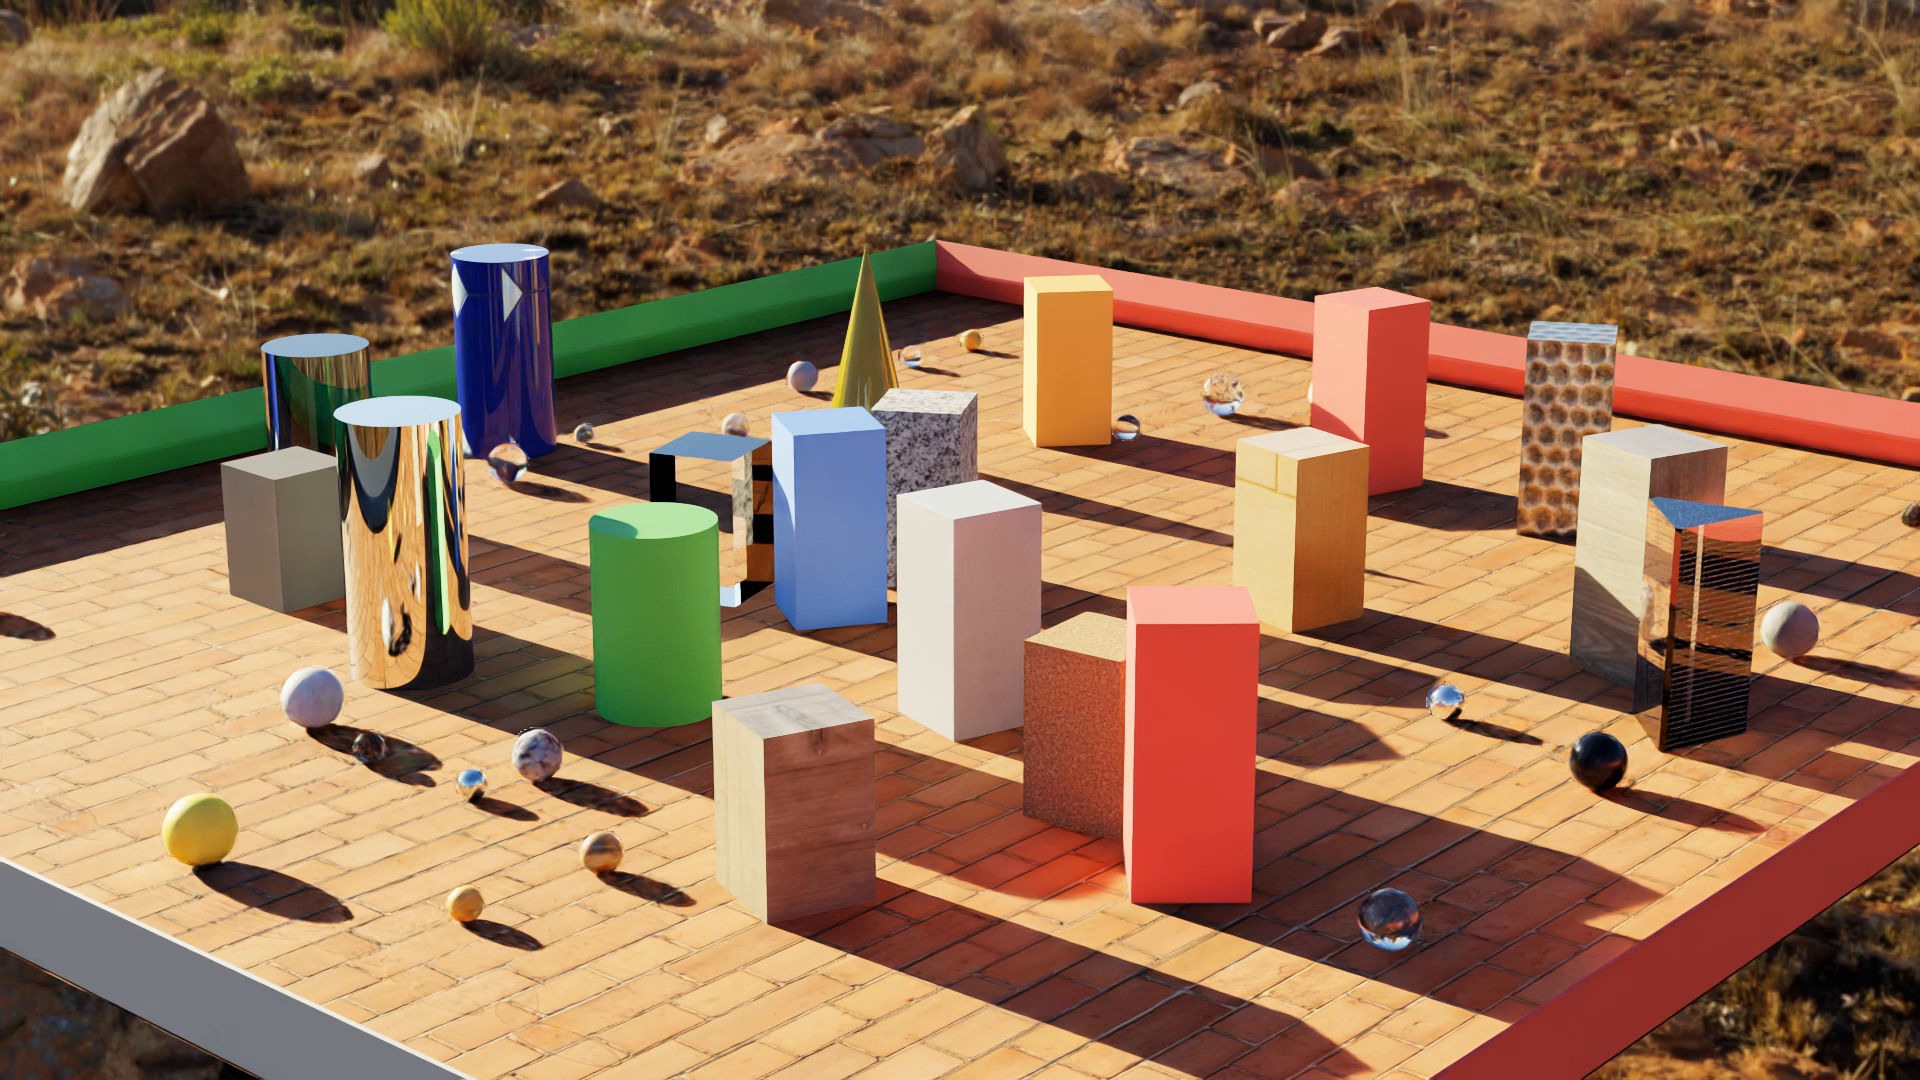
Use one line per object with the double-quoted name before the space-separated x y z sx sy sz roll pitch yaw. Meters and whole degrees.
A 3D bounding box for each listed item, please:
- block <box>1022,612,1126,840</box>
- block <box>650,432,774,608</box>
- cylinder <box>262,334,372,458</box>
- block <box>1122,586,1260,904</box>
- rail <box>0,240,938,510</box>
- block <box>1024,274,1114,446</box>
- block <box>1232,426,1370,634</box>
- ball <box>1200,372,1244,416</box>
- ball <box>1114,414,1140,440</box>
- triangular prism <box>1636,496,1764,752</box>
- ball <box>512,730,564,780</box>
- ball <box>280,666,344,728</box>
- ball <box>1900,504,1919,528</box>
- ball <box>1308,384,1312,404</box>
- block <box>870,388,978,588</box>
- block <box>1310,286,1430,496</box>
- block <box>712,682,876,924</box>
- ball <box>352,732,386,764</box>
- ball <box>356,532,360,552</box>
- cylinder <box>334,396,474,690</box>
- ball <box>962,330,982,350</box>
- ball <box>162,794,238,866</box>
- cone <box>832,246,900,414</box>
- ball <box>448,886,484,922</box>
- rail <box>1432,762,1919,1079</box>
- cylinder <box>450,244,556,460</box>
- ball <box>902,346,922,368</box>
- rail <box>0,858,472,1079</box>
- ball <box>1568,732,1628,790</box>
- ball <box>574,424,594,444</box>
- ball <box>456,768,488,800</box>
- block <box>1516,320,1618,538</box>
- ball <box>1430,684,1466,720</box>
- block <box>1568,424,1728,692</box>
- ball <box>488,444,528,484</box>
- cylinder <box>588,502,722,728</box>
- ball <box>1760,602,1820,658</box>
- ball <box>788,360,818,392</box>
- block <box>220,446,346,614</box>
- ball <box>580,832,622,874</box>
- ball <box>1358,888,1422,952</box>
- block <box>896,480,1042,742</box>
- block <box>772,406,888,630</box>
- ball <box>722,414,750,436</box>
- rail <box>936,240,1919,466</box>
"block" 0.200 0.260 4.136 0.159 0.263 0.159 12 20 34
"block" -0.432 -0.038 5.130 0.159 0.260 0.159 7 18 21
"cylinder" -1.209 -0.204 5.548 0.199 0.337 0.199 0 17 0
"block" 0.304 0.270 3.886 0.159 0.388 0.159 0 17 -1
"rail" -1.299 -0.293 6.200 0.045 0.129 3.824 14 22 39
"block" 0.225 -0.376 6.135 0.159 0.327 0.159 -2 17 -8
"block" 0.579 -0.019 4.995 0.159 0.302 0.159 -11 20 -32
"ball" 0.568 -0.315 6.340 0.093 0.093 0.093 0 17 0
"ball" 0.351 -0.236 6.143 0.055 0.055 0.055 0 17 0
"triangular prism" 1.088 0.120 4.449 0.172 0.350 0.149 -10 19 -29
"ball" -0.617 0.314 4.282 0.075 0.075 0.075 0 17 0
"ball" -0.991 0.241 4.489 0.094 0.094 0.094 0 17 0
"ball" 1.798 -0.046 5.530 0.044 0.044 0.044 0 17 0
"ball" 0.802 -0.315 6.332 0.098 0.098 0.098 0 17 0
"block" -0.062 -0.090 5.198 0.159 0.321 0.159 3 17 11
"block" 0.806 -0.293 5.780 0.159 0.373 0.159 -11 20 -32
"block" -0.219 0.344 3.866 0.159 0.256 0.159 -9 19 -27
"ball" -0.876 0.309 4.347 0.048 0.048 0.048 0 17 0
"ball" -1.127 0.005 5.289 0.086 0.086 0.086 0 17 0
"cylinder" -0.888 0.004 4.691 0.199 0.433 0.199 0 17 0
"ball" 0.027 -0.473 6.941 0.049 0.049 0.049 0 17 0
"ball" -1.030 0.393 3.976 0.099 0.099 0.099 0 17 0
"cone" -0.187 -0.377 5.918 0.199 0.454 0.199 0 17 0
"ball" -0.642 0.472 3.805 0.047 0.047 0.047 0 17 0
"rail" 1.299 0.358 4.040 0.045 0.129 3.824 14 22 39
"cylinder" -0.937 -0.387 6.026 0.199 0.412 0.199 0 17 0
"ball" -0.112 -0.424 6.777 0.049 0.049 0.049 0 17 0
"rail" -1.238 0.444 3.754 3.488 0.129 0.045 14 22 39
"ball" 0.924 0.320 4.244 0.085 0.085 0.085 0 17 0
"ball" -0.784 -0.221 6.119 0.040 0.040 0.040 0 17 0
"ball" -0.701 0.350 4.213 0.045 0.045 0.045 0 17 0
"block" 1.136 -0.206 5.488 0.159 0.375 0.159 4 17 13
"ball" 0.752 0.251 4.525 0.056 0.056 0.056 0 17 0
"block" 1.103 0.026 4.705 0.159 0.382 0.159 -9 19 -28
"ball" -0.899 -0.153 5.824 0.079 0.079 0.079 0 17 0
"cylinder" -0.471 0.114 4.550 0.199 0.303 0.199 0 17 0
"ball" 1.361 0.147 4.805 0.092 0.092 0.092 0 17 0
"ball" -0.351 -0.366 6.547 0.070 0.070 0.070 0 17 0
"block" -1.166 -0.019 5.105 0.159 0.238 0.159 15 22 40
"ball" -0.483 0.422 3.953 0.057 0.057 0.057 0 17 0
"ball" 0.546 0.481 3.719 0.080 0.080 0.080 0 17 0
"block" 0.014 0.106 4.493 0.159 0.351 0.159 -11 20 -32
"block" -0.222 -0.038 4.992 0.159 0.340 0.159 -5 17 -16
"ball" -0.468 -0.236 6.133 0.059 0.059 0.059 0 17 0
"rail" 1.238 -0.379 6.485 3.488 0.129 0.045 14 22 39
